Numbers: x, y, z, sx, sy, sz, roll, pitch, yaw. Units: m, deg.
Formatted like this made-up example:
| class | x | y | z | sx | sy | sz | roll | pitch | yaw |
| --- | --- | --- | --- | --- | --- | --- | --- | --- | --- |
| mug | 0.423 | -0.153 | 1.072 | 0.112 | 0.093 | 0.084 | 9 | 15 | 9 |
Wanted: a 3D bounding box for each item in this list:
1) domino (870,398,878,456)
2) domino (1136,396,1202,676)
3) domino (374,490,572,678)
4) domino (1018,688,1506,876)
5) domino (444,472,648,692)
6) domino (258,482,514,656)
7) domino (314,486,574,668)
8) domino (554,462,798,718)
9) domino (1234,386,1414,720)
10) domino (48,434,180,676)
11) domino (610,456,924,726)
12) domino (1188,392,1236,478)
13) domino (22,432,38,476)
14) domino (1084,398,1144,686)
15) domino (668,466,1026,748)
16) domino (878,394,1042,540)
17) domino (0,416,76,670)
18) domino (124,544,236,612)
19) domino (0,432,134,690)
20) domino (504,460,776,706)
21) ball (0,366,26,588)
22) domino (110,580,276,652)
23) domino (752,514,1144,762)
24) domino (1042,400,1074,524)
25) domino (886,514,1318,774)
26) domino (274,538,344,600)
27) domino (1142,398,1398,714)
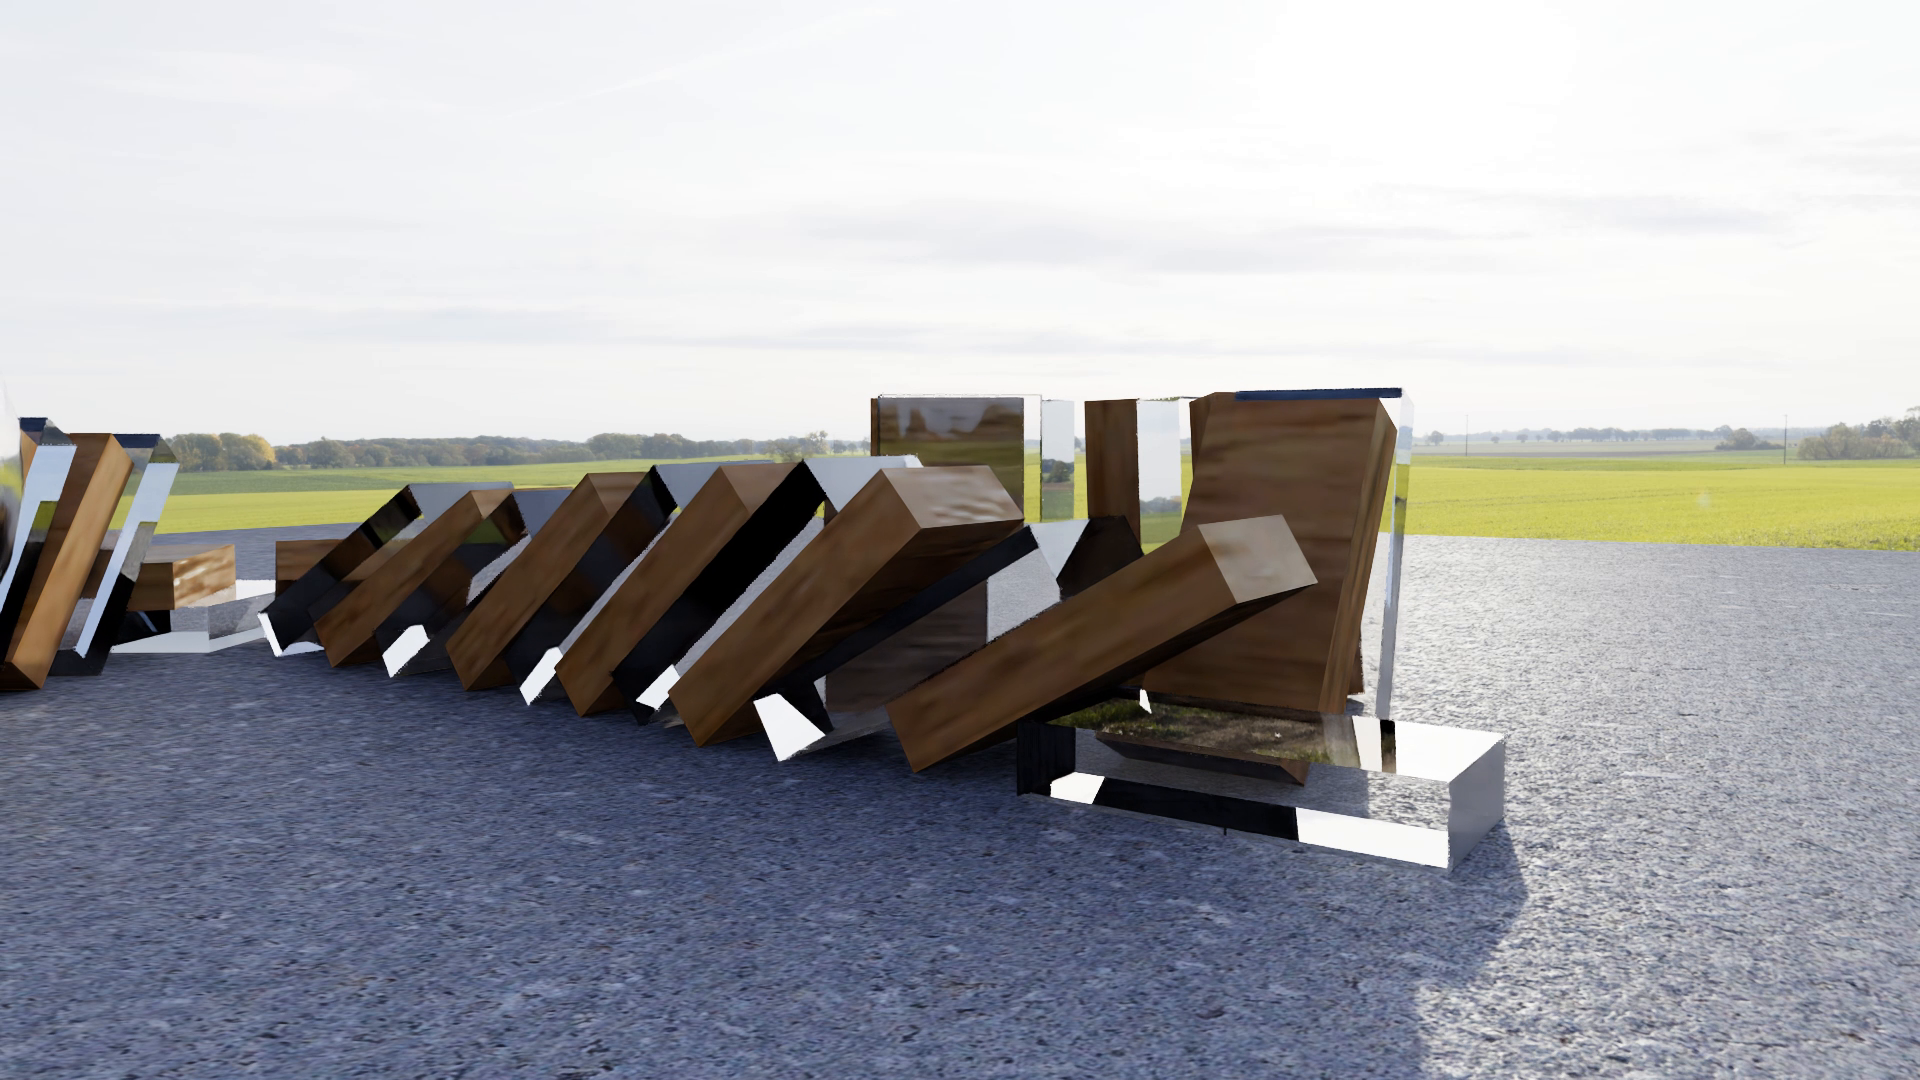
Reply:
| class | x | y | z | sx | sy | sz | roll | pitch | yaw |
| --- | --- | --- | --- | --- | --- | --- | --- | --- | --- |
| domino | -0.002 | 0.001 | 0.216 | 0.025 | 0.050 | 0.009 | 0 | 4 | 4 |
| domino | 0.044 | 0.000 | 0.225 | 0.025 | 0.050 | 0.009 | -3 | 3 | -38 |
| domino | -0.082 | 0.008 | 0.232 | 0.050 | 0.009 | 0.025 | -36 | -16 | 32 |
| domino | 0.035 | 0.027 | 0.150 | 0.050 | 0.009 | 0.025 | 3 | 5 | 35 |
| domino | -0.064 | 0.007 | 0.220 | 0.050 | 0.009 | 0.025 | -42 | -20 | 30 |
| domino | -0.112 | 0.006 | 0.253 | 0.050 | 0.009 | 0.025 | -33 | -11 | 24 |
| domino | -0.097 | 0.007 | 0.245 | 0.050 | 0.009 | 0.025 | -33 | -11 | 25 |
| domino | -0.039 | 0.008 | 0.199 | 0.050 | 0.010 | 0.025 | -45 | -20 | 30 |
| domino | 0.053 | 0.003 | 0.193 | 0.025 | 0.050 | 0.009 | 3 | -10 | 31 |
| domino | -0.171 | 0.002 | 0.245 | 0.025 | 0.050 | 0.009 | 0 | -35 | -5 |
| domino | -0.027 | 0.007 | 0.188 | 0.050 | 0.009 | 0.025 | -44 | -20 | 28 |
| domino | 0.053 | 0.001 | 0.212 | 0.025 | 0.050 | 0.010 | -1 | -4 | -16 |
| domino | -0.172 | 0.003 | 0.207 | 0.025 | 0.050 | 0.009 | -1 | -28 | -4 |
| domino | 0.030 | 0.000 | 0.236 | 0.010 | 0.050 | 0.025 | -1 | 4 | 13 |
| domino | -0.016 | 0.009 | 0.180 | 0.050 | 0.009 | 0.025 | -44 | -20 | 28 |
| domino | 0.000 | 0.002 | 0.201 | 0.025 | 0.050 | 0.009 | 0 | 4 | 0 |
| domino | -0.173 | 0.003 | 0.218 | 0.025 | 0.050 | 0.010 | 0 | -28 | -4 |
| domino | -0.176 | 0.008 | 0.276 | 0.025 | 0.010 | 0.050 | -1 | 4 | -17 |
| domino | -0.173 | 0.003 | 0.232 | 0.025 | 0.050 | 0.009 | 0 | -35 | -4 |
| domino | -0.050 | 0.007 | 0.208 | 0.050 | 0.009 | 0.025 | -45 | -20 | 30 |
| ball | -0.150 | -0.008 | 0.138 | 0.080 | 0.080 | 0.080 | 0 | 4 | 0 |
| domino | -0.166 | 0.016 | 0.287 | 0.025 | 0.009 | 0.050 | 0 | 4 | 0 |
| domino | -0.001 | 0.013 | 0.171 | 0.050 | 0.009 | 0.025 | -33 | -14 | 31 |
| domino | 0.009 | 0.000 | 0.232 | 0.009 | 0.050 | 0.025 | -3 | 5 | -35 |
| domino | 0.017 | 0.013 | 0.162 | 0.050 | 0.009 | 0.025 | -33 | -15 | 32 |
| domino | -0.123 | 0.010 | 0.283 | 0.050 | 0.010 | 0.025 | -2 | -32 | -30 |
| domino | 0.043 | 0.005 | 0.179 | 0.025 | 0.050 | 0.010 | 3 | -22 | 36 |
